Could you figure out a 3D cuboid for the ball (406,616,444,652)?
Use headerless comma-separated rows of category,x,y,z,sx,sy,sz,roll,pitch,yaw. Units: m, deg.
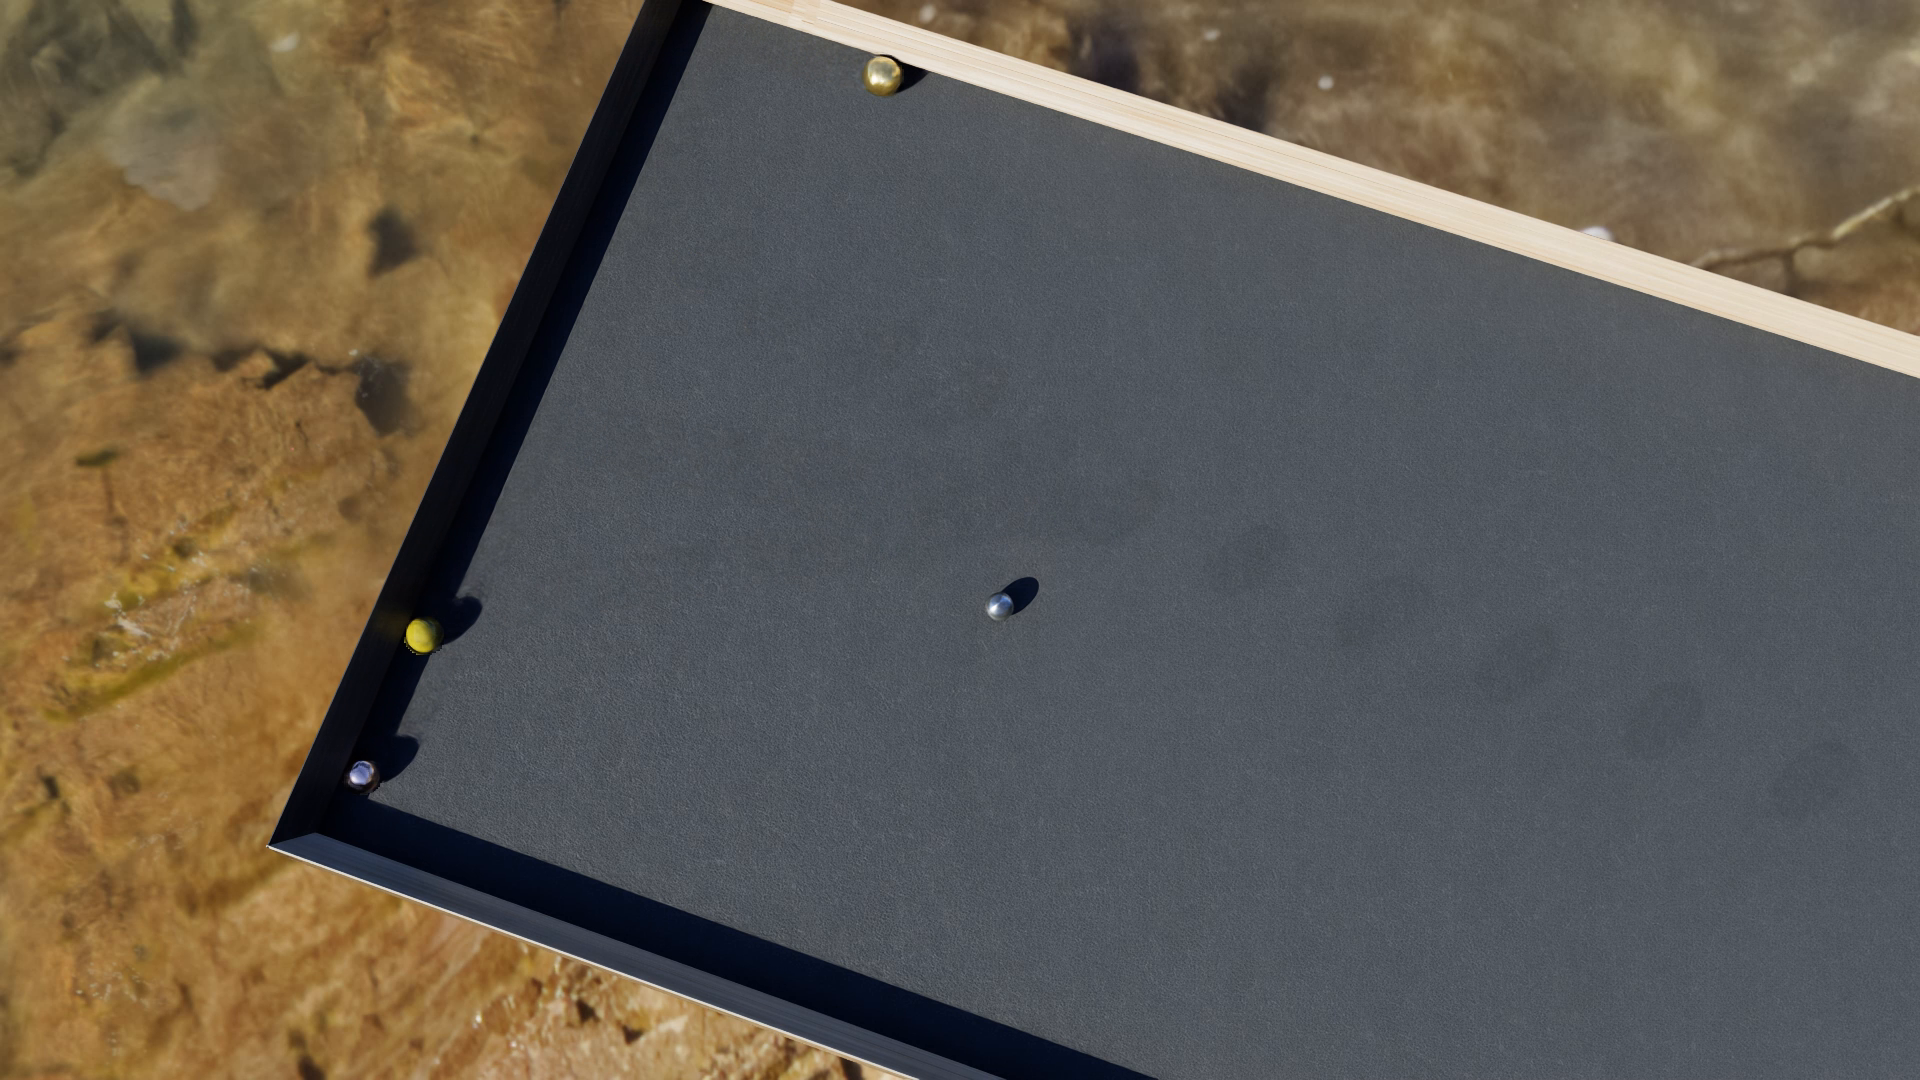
ball,-0.817,0.144,3.354,0.056,0.056,0.056,0,72,0

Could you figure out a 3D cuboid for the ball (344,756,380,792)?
ball,-0.894,0.350,3.290,0.054,0.054,0.054,0,72,0

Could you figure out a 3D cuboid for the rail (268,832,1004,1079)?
rail,0.495,0.935,3.087,3.169,0.086,0.045,18,73,6

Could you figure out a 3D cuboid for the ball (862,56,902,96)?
ball,-0.129,-0.767,3.637,0.066,0.066,0.066,0,72,0

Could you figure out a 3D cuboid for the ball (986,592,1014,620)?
ball,0.061,0.102,3.373,0.045,0.045,0.045,0,72,0

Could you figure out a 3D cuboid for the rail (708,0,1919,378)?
rail,1.001,-0.449,3.525,3.169,0.086,0.045,18,73,6

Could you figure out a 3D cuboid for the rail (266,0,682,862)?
rail,-0.726,-0.247,3.462,0.045,0.086,1.585,18,73,6
